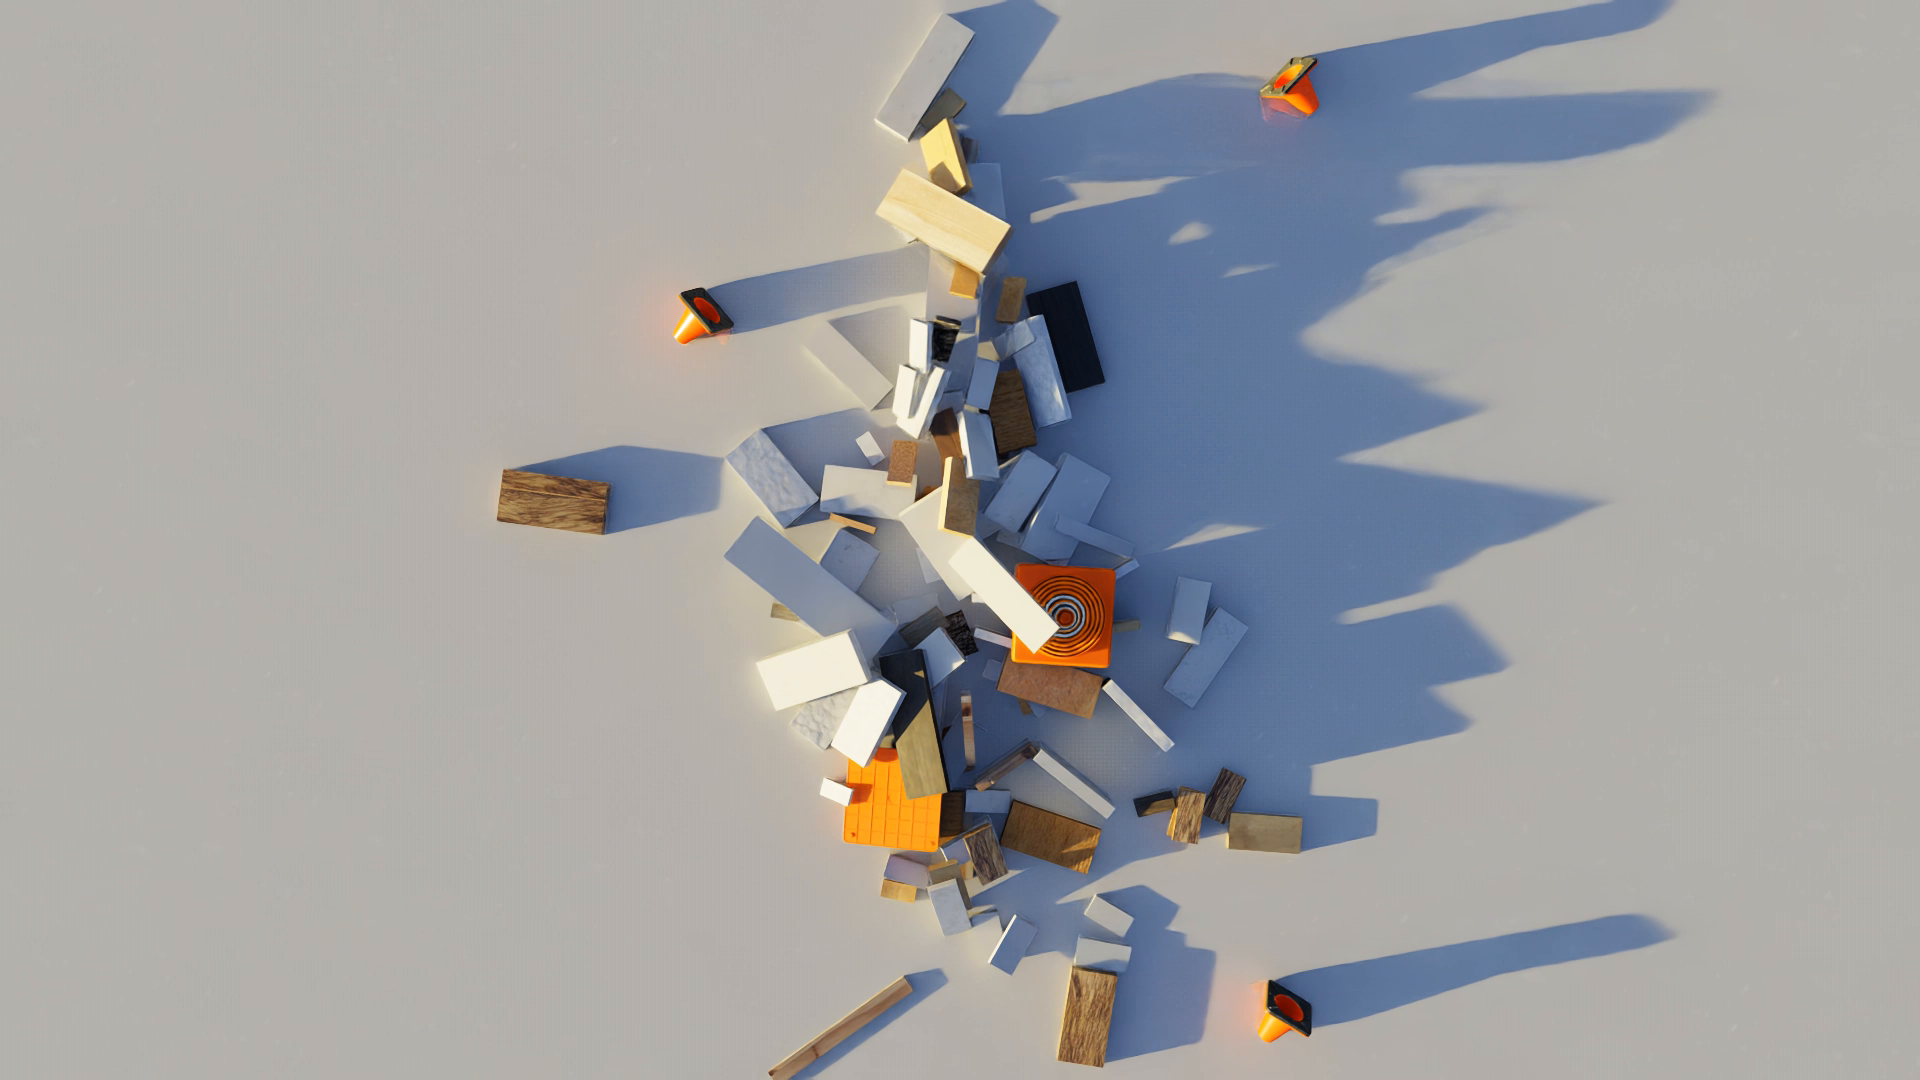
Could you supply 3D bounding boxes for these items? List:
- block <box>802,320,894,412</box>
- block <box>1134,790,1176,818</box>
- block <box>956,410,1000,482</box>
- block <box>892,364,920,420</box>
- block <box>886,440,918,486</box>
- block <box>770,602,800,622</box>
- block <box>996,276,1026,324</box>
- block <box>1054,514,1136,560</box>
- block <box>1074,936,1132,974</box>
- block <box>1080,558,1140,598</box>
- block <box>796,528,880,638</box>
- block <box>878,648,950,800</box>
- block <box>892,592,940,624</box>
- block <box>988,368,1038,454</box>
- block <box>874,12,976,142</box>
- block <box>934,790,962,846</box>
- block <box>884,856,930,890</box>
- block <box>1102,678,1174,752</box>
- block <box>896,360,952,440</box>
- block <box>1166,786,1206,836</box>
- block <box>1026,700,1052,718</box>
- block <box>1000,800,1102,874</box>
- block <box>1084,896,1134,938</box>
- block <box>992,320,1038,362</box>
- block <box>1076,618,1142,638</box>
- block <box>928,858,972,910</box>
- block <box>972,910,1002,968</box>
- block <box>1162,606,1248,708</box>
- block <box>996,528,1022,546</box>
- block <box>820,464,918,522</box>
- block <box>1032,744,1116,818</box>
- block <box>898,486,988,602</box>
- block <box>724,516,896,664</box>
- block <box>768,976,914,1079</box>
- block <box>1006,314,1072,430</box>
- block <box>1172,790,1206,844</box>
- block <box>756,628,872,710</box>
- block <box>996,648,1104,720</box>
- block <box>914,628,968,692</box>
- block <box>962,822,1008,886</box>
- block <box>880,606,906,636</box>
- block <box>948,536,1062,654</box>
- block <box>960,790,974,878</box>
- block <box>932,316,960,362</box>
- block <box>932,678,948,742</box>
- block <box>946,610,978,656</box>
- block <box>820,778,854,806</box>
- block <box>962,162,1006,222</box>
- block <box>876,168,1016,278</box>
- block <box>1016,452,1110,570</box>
[{"bbox_3d":[-0.372,-0.580,5.484,0.319,0.032,0.113,44,90,0],"label":"block"},{"bbox_3d":[0.648,0.877,5.479,0.130,0.017,0.061,-16,89,10],"label":"block"},{"bbox_3d":[0.060,-0.307,5.388,0.113,0.032,0.226,5,67,-36],"label":"block"},{"bbox_3d":[-0.175,-0.484,5.391,0.023,0.081,0.161,-5,113,-41],"label":"block"},{"bbox_3d":[-0.190,-0.254,5.449,0.081,0.023,0.161,7,61,3],"label":"block"},{"bbox_3d":[-0.575,0.239,5.446,0.096,0.014,0.048,10,85,-2],"label":"block"},{"bbox_3d":[0.168,-0.796,5.464,0.076,0.021,0.151,11,86,40],"label":"block"},{"bbox_3d":[0.445,-0.010,5.451,0.286,0.015,0.053,21,90,-17],"label":"block"},{"bbox_3d":[0.476,1.380,5.488,0.175,0.025,0.088,10,90,0],"label":"block"},{"bbox_3d":[0.491,0.125,5.448,0.208,0.104,0.029,-31,90,0],"label":"block"},{"bbox_3d":[-0.419,0.147,5.478,0.154,0.044,0.346,31,90,0],"label":"block"},{"bbox_3d":[-0.148,0.602,5.388,0.141,0.040,0.473,-14,82,16],"label":"block"},{"bbox_3d":[-0.143,0.227,5.482,0.148,0.021,0.074,-14,90,-6],"label":"block"},{"bbox_3d":[0.162,-0.425,5.450,0.128,0.036,0.256,-14,90,0],"label":"block"},{"bbox_3d":[-0.116,-1.539,5.482,0.129,0.037,0.420,32,90,0],"label":"block"},{"bbox_3d":[-0.039,0.923,5.461,0.091,0.026,0.182,2,90,0],"label":"block"},{"bbox_3d":[-0.174,1.105,5.481,0.148,0.021,0.074,17,77,0],"label":"block"},{"bbox_3d":[0.582,0.573,5.428,0.041,0.144,0.289,-45,90,0],"label":"block"},{"bbox_3d":[-0.119,-0.463,5.390,0.121,0.034,0.241,37,112,42],"label":"block"},{"bbox_3d":[0.752,0.911,5.488,0.084,0.024,0.168,16,90,0],"label":"block"},{"bbox_3d":[0.250,0.525,5.479,0.061,0.017,0.121,-31,91,-7],"label":"block"},{"bbox_3d":[0.299,0.986,5.478,0.306,0.043,0.153,19,90,0],"label":"block"},{"bbox_3d":[0.497,1.251,5.489,0.149,0.021,0.074,31,90,0],"label":"block"},{"bbox_3d":[0.180,-0.660,5.446,0.151,0.021,0.076,-29,86,35],"label":"block"},{"bbox_3d":[0.489,0.292,5.448,0.208,0.104,0.029,-8,90,0],"label":"block"},{"bbox_3d":[-0.031,1.148,5.445,0.098,0.028,0.196,-17,116,0],"label":"block"},{"bbox_3d":[0.100,1.327,5.488,0.088,0.025,0.176,-11,90,0],"label":"block"},{"bbox_3d":[0.815,0.390,5.483,0.120,0.034,0.327,35,90,0],"label":"block"},{"bbox_3d":[0.178,-0.006,5.493,0.105,0.015,0.053,18,90,0],"label":"block"},{"bbox_3d":[-0.300,-0.154,5.464,0.309,0.044,0.154,7,85,3],"label":"block"},{"bbox_3d":[0.371,0.792,5.424,0.306,0.153,0.043,39,90,0],"label":"block"},{"bbox_3d":[-0.029,0.011,5.417,0.175,0.049,0.349,-32,105,11],"label":"block"},{"bbox_3d":[-0.492,0.172,5.424,0.591,0.049,0.175,39,85,0],"label":"block"},{"bbox_3d":[-0.397,1.635,5.492,0.553,0.016,0.057,-35,90,0],"label":"block"},{"bbox_3d":[0.262,-0.554,5.448,0.128,0.036,0.354,-16,90,36],"label":"block"},{"bbox_3d":[0.758,0.917,5.464,0.084,0.024,0.168,9,90,0],"label":"block"},{"bbox_3d":[-0.479,0.426,5.404,0.348,0.049,0.174,-19,98,21],"label":"block"},{"bbox_3d":[0.296,0.476,5.457,0.328,0.041,0.144,18,85,-6],"label":"block"},{"bbox_3d":[-0.126,0.431,5.436,0.282,0.040,0.141,-41,76,10],"label":"block"},{"bbox_3d":[0.083,1.036,5.439,0.098,0.028,0.196,-25,113,-12],"label":"block"},{"bbox_3d":[-0.227,0.267,5.493,0.048,0.014,0.096,-40,90,0],"label":"block"},{"bbox_3d":[0.144,0.175,5.339,0.412,0.034,0.121,46,104,11],"label":"block"},{"bbox_3d":[-0.004,0.981,5.487,0.091,0.026,0.289,-1,90,0],"label":"block"},{"bbox_3d":[-0.058,-0.650,5.340,0.082,0.165,0.023,13,46,-9],"label":"block"},{"bbox_3d":[-0.112,0.553,5.461,0.120,0.034,0.239,6,87,18],"label":"block"},{"bbox_3d":[0.000,0.315,5.490,0.074,0.021,0.148,-22,90,0],"label":"block"},{"bbox_3d":[-0.407,0.834,5.462,0.114,0.016,0.057,18,97,30],"label":"block"},{"bbox_3d":[0.076,-1.112,5.383,0.129,0.037,0.258,-3,66,-4],"label":"block"},{"bbox_3d":[-0.051,-1.025,5.316,0.444,0.049,0.174,33,91,23],"label":"block"},{"bbox_3d":[0.341,-0.093,5.446,0.174,0.049,0.348,27,90,-21],"label":"block"}]
